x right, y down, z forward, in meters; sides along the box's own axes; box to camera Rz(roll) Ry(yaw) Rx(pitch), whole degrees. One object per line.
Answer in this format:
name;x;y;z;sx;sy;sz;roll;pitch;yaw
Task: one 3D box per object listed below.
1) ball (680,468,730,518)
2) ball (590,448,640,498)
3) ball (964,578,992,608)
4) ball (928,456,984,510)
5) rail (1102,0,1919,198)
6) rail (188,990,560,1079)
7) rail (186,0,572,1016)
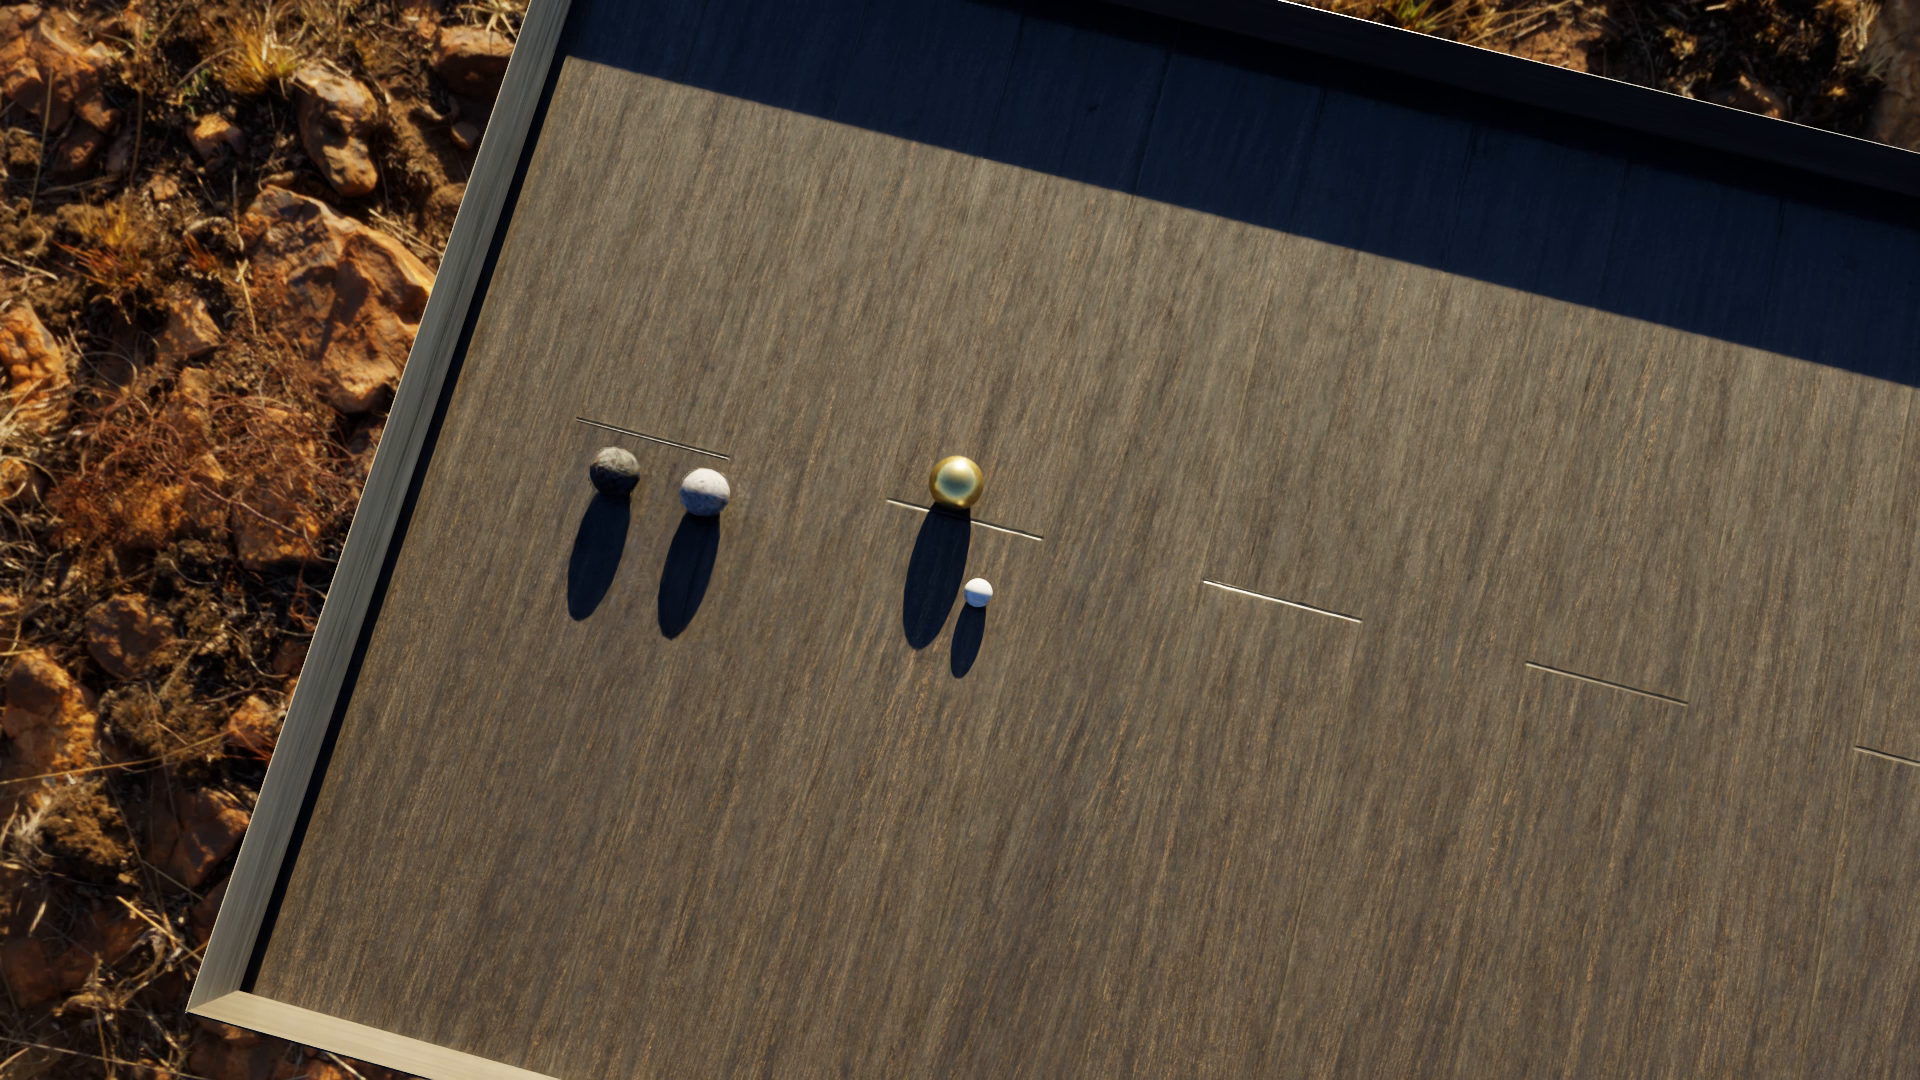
ball;-0.388;-0.072;3.345;0.074;0.074;0.074;0;76;0
ball;-0.526;-0.103;3.352;0.076;0.076;0.076;0;76;0
ball;0.027;0.080;3.324;0.044;0.044;0.044;0;76;0
ball;-0.006;-0.086;3.344;0.084;0.084;0.084;0;76;0
rail;1.084;-0.665;3.472;3.494;0.109;0.045;14;77;4
rail;0.605;1.089;3.041;3.494;0.109;0.045;14;77;4
rail;-0.822;-0.217;3.362;0.045;0.109;1.916;14;77;4
